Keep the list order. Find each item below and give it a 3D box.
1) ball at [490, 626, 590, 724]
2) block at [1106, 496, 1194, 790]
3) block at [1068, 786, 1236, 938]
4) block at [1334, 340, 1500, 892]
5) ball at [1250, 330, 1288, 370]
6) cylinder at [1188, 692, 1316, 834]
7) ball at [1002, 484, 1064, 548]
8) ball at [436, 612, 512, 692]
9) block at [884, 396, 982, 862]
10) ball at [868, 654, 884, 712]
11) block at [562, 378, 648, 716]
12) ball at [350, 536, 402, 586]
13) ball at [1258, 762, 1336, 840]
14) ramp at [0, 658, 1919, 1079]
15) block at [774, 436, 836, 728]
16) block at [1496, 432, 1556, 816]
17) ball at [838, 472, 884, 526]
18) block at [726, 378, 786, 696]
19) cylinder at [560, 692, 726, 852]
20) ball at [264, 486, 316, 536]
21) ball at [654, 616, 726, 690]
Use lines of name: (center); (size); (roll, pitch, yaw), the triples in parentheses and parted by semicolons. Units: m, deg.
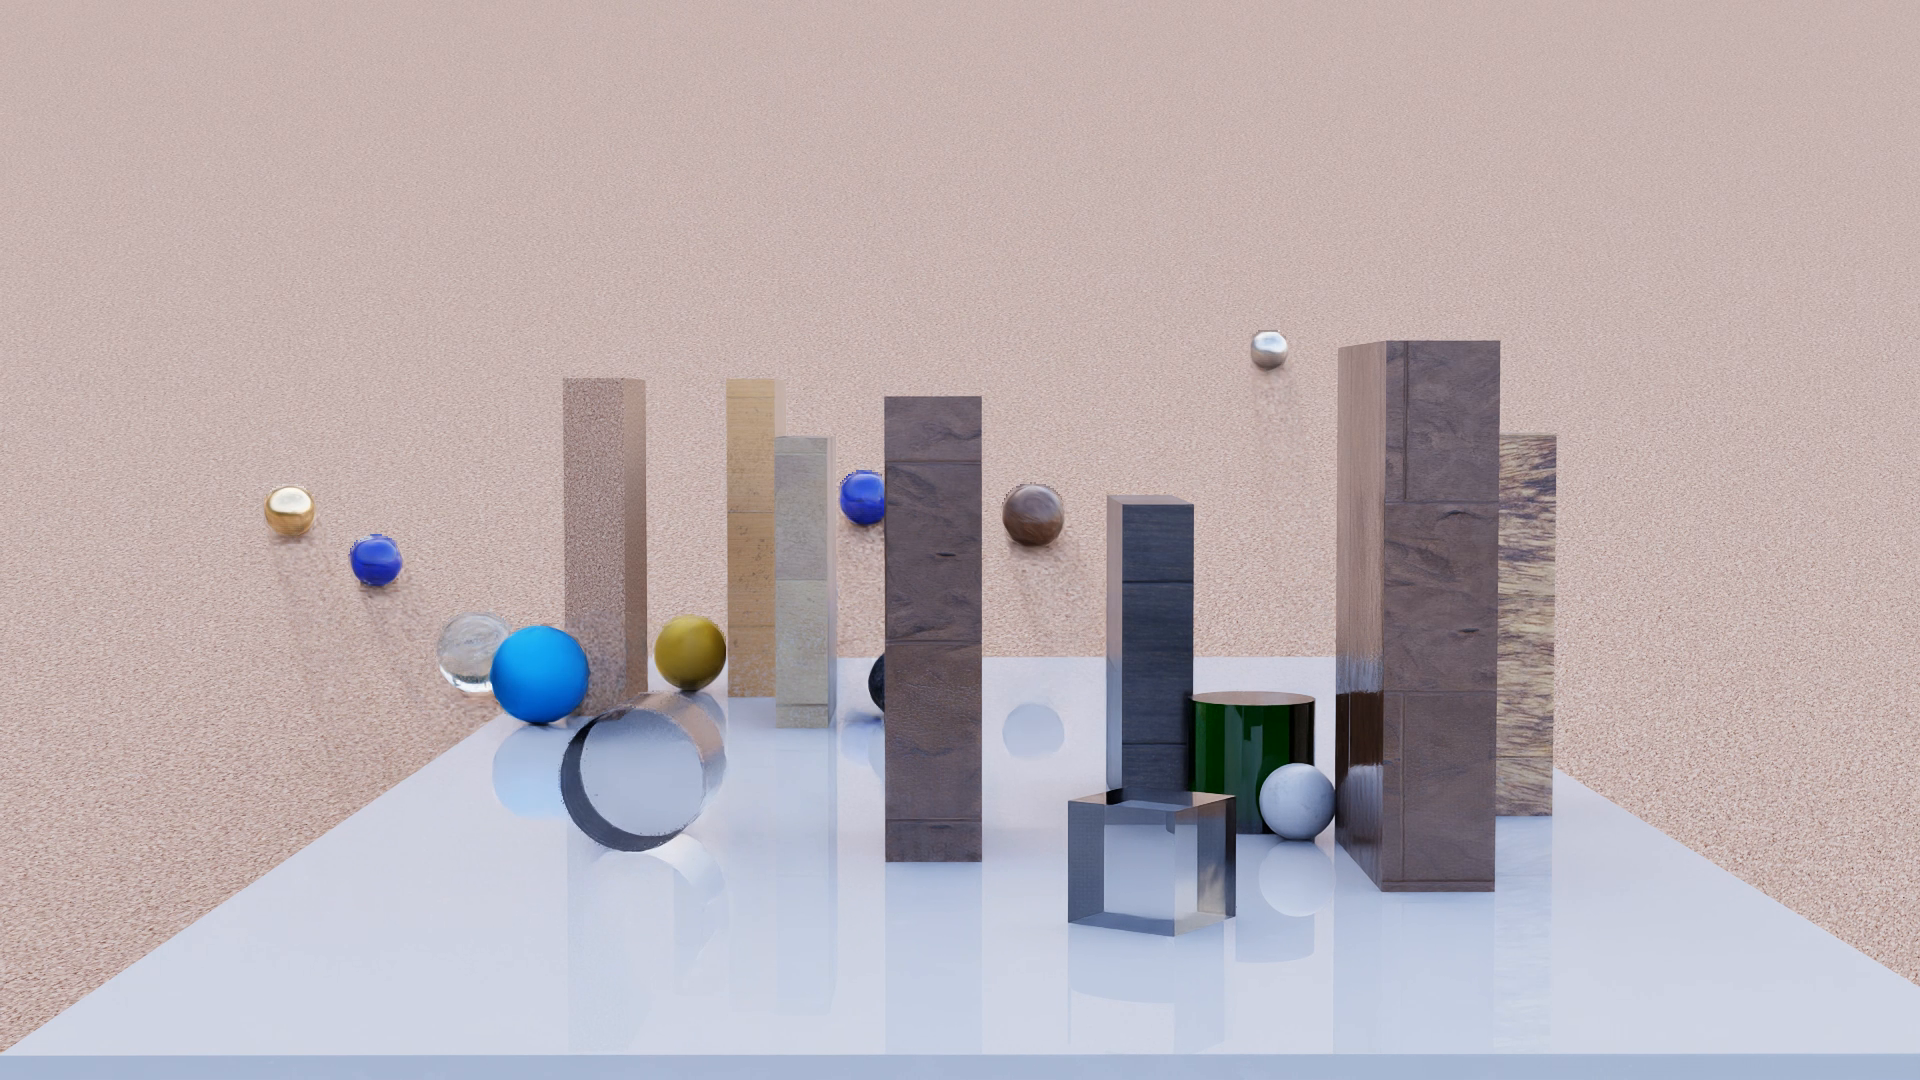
ball: (-0.844, 0.271, 5.167); (0.197, 0.197, 0.197); (0, 22, 0)
block: (0.304, 0.178, 4.163); (0.110, 0.487, 0.409); (0, 3, 0)
block: (0.239, 0.396, 3.191); (0.152, 0.152, 0.152); (2, 4, 35)
block: (0.628, 0.091, 3.568); (0.148, 0.722, 0.423); (0, 3, 0)
ball: (1.087, -0.667, 9.045); (0.137, 0.137, 0.137); (0, 22, 0)
cylinder: (0.445, 0.337, 3.921); (0.193, 0.193, 0.193); (0, 3, 0)
ball: (0.214, -0.070, 7.472); (0.181, 0.181, 0.181); (0, 22, 0)
ball: (-1.227, 0.287, 6.537); (0.203, 0.203, 0.203); (0, 22, 0)
block: (-0.037, 0.118, 3.739); (0.135, 0.651, 0.315); (0, 3, 0)
ball: (-0.116, 0.293, 5.257); (0.143, 0.143, 0.143); (0, 22, 0)
block: (-0.750, 0.006, 5.458); (0.124, 0.695, 0.372); (0, 3, 0)
ball: (-1.634, 0.061, 7.196); (0.140, 0.140, 0.140); (0, 22, 0)
ball: (0.497, 0.384, 3.779); (0.113, 0.113, 0.113); (0, 22, 0)
ramp: (0.050, 0.452, 4.532); (2.000, 0.100, 4.000); (0, 3, 0)
block: (-0.314, 0.076, 5.272); (0.103, 0.575, 0.386); (0, 3, 0)
block: (0.849, 0.126, 4.105); (0.145, 0.595, 0.247); (0, 3, 0)
ball: (-0.282, -0.123, 7.638); (0.157, 0.157, 0.157); (0, 22, 0)
block: (-0.457, -0.013, 5.817); (0.105, 0.697, 0.385); (0, 3, 0)
cylinder: (-0.463, 0.338, 3.778); (0.207, 0.207, 0.207); (2, 3, 4)
ball: (-1.968, -0.084, 7.554); (0.148, 0.148, 0.148); (0, 22, 0)
ball: (-0.607, 0.255, 5.783); (0.164, 0.164, 0.164); (0, 22, 0)
